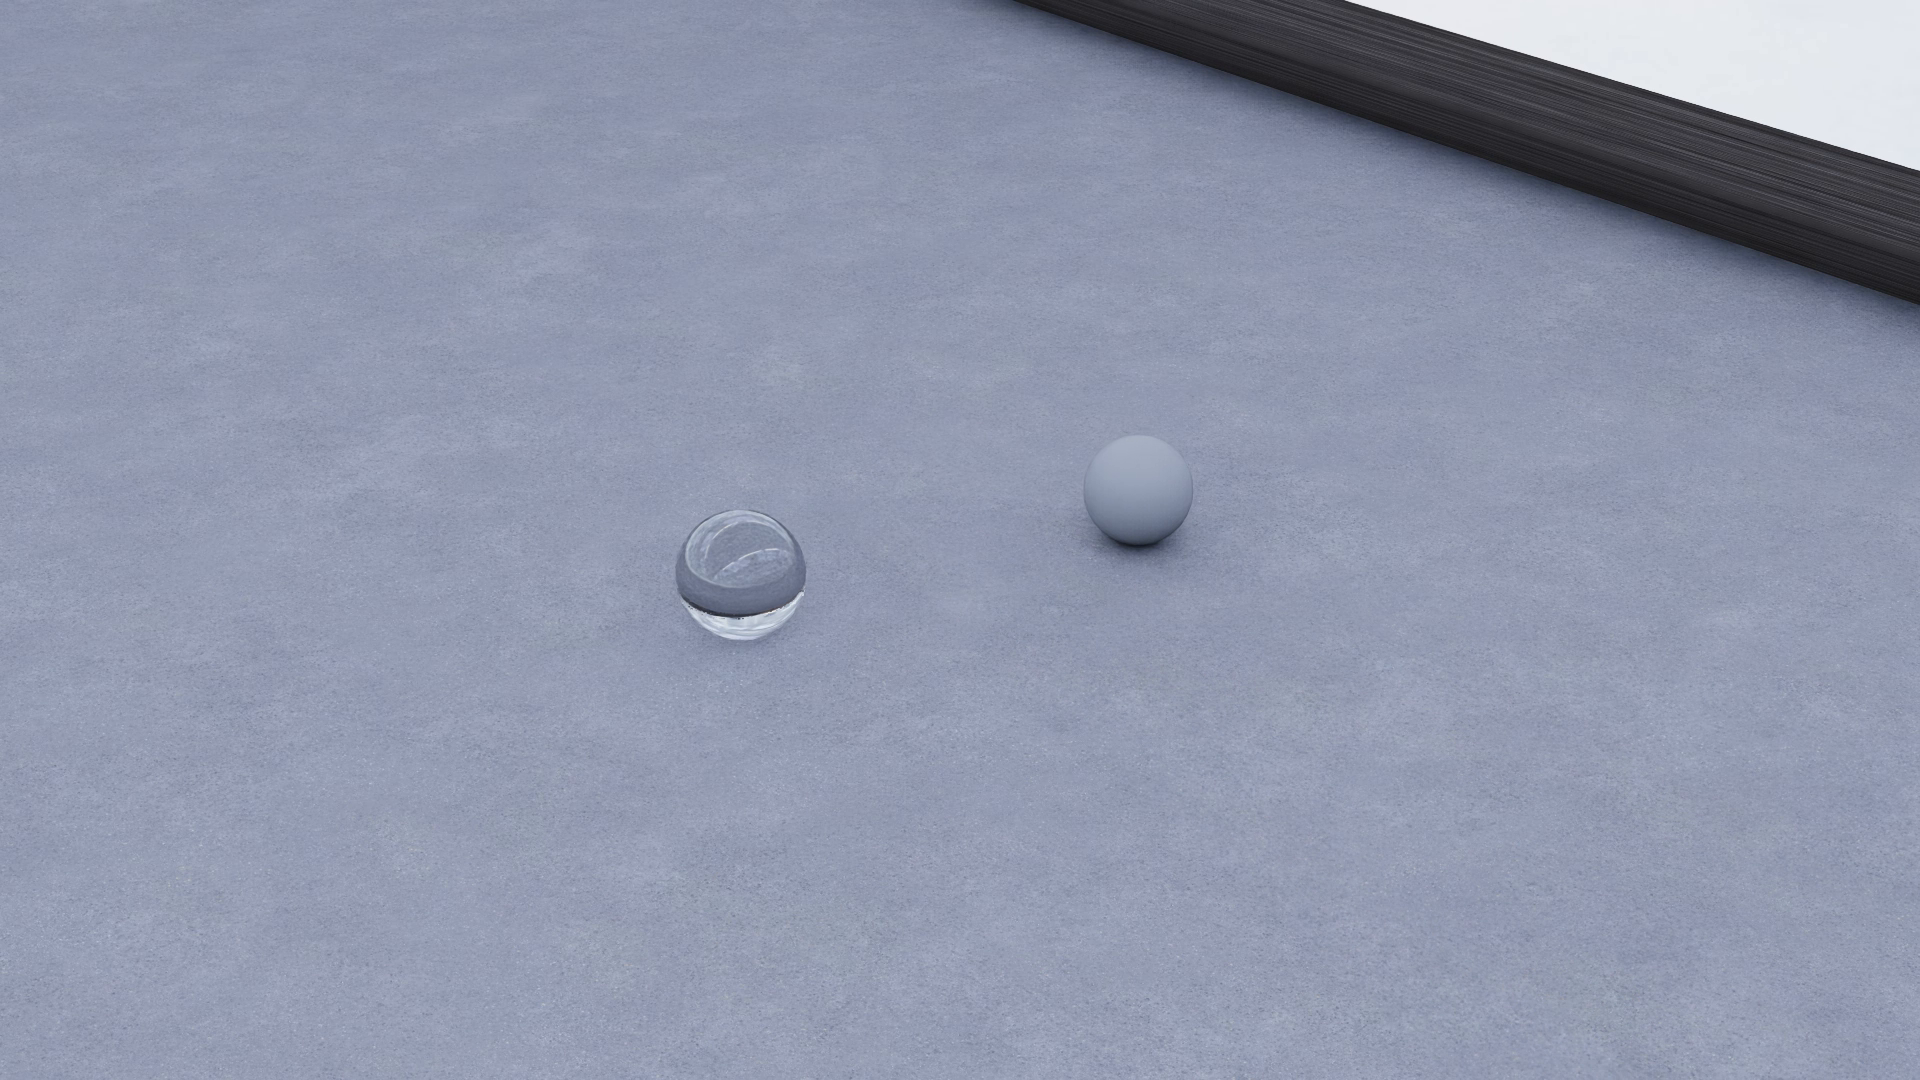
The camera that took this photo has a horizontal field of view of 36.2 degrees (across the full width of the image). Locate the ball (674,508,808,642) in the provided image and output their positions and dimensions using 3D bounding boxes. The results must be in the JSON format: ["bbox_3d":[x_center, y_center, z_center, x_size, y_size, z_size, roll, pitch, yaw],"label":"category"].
[{"bbox_3d":[-0.154,0.024,2.062,0.093,0.093,0.093,0,25,0],"label":"ball"}]

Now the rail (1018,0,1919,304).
[{"bbox_3d":[0.223,-0.622,3.406,0.045,0.121,3.990,-18,30,-33],"label":"rail"}]

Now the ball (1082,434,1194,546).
[{"bbox_3d":[0.134,-0.038,2.206,0.083,0.083,0.083,0,25,0],"label":"ball"}]
